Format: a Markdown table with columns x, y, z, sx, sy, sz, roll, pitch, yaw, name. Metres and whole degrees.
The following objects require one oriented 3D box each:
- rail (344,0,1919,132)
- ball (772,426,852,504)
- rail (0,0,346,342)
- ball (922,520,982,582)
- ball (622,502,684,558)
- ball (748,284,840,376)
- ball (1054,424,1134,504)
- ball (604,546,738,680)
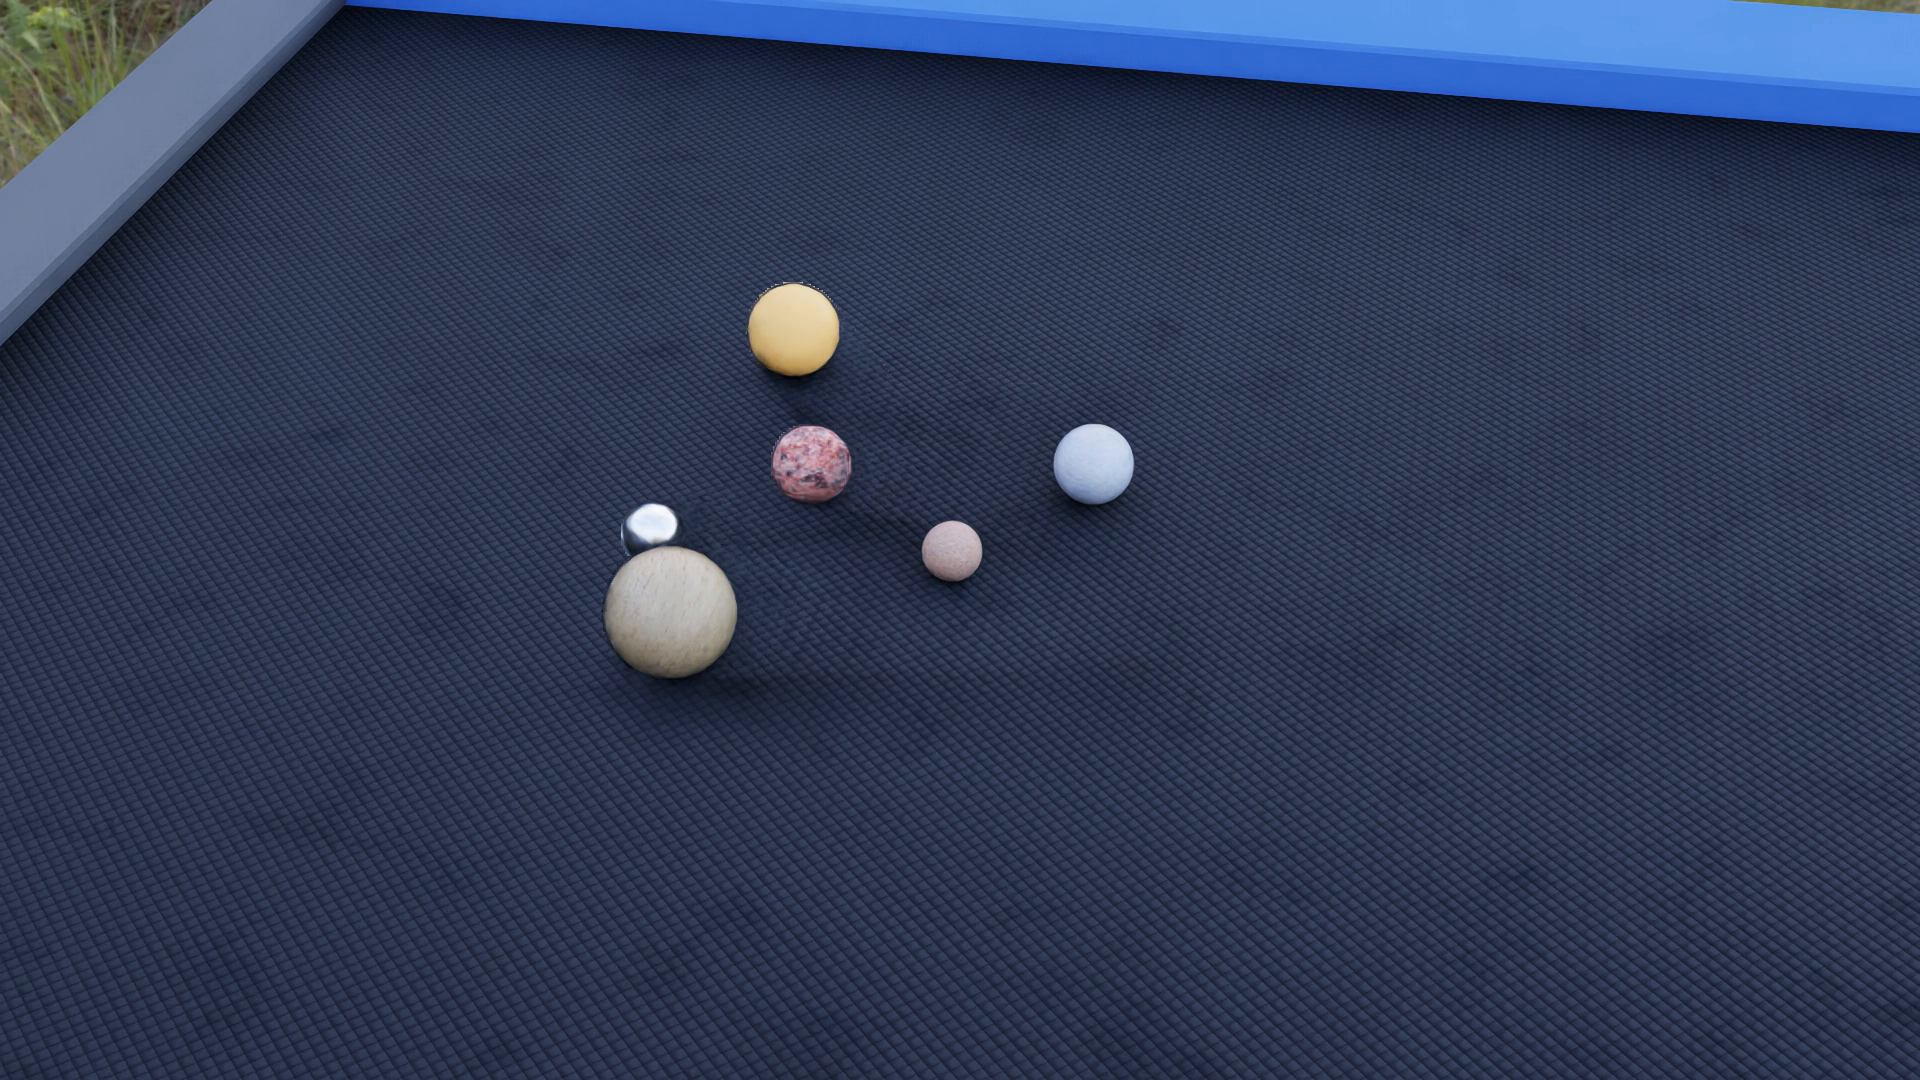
| x | y | z | sx | sy | sz | roll | pitch | yaw | name |
| --- | --- | --- | --- | --- | --- | --- | --- | --- | --- |
| 1.056 | -0.441 | 2.526 | 3.568 | 0.124 | 0.045 | 6 | 35 | 9 | rail |
| -0.117 | -0.060 | 2.026 | 0.062 | 0.062 | 0.062 | 0 | 34 | 0 | ball |
| -0.852 | -0.122 | 2.060 | 0.045 | 0.124 | 1.901 | 6 | 35 | 9 | rail |
| -0.006 | 0.008 | 1.940 | 0.046 | 0.046 | 0.046 | 0 | 34 | 0 | ball |
| -0.234 | -0.005 | 1.959 | 0.048 | 0.048 | 0.048 | 0 | 34 | 0 | ball |
| -0.142 | -0.178 | 2.185 | 0.078 | 0.078 | 0.078 | 0 | 34 | 0 | ball |
| 0.105 | -0.060 | 2.024 | 0.064 | 0.064 | 0.064 | 0 | 34 | 0 | ball |
| -0.207 | 0.052 | 1.834 | 0.095 | 0.095 | 0.095 | 0 | 34 | 0 | ball |
